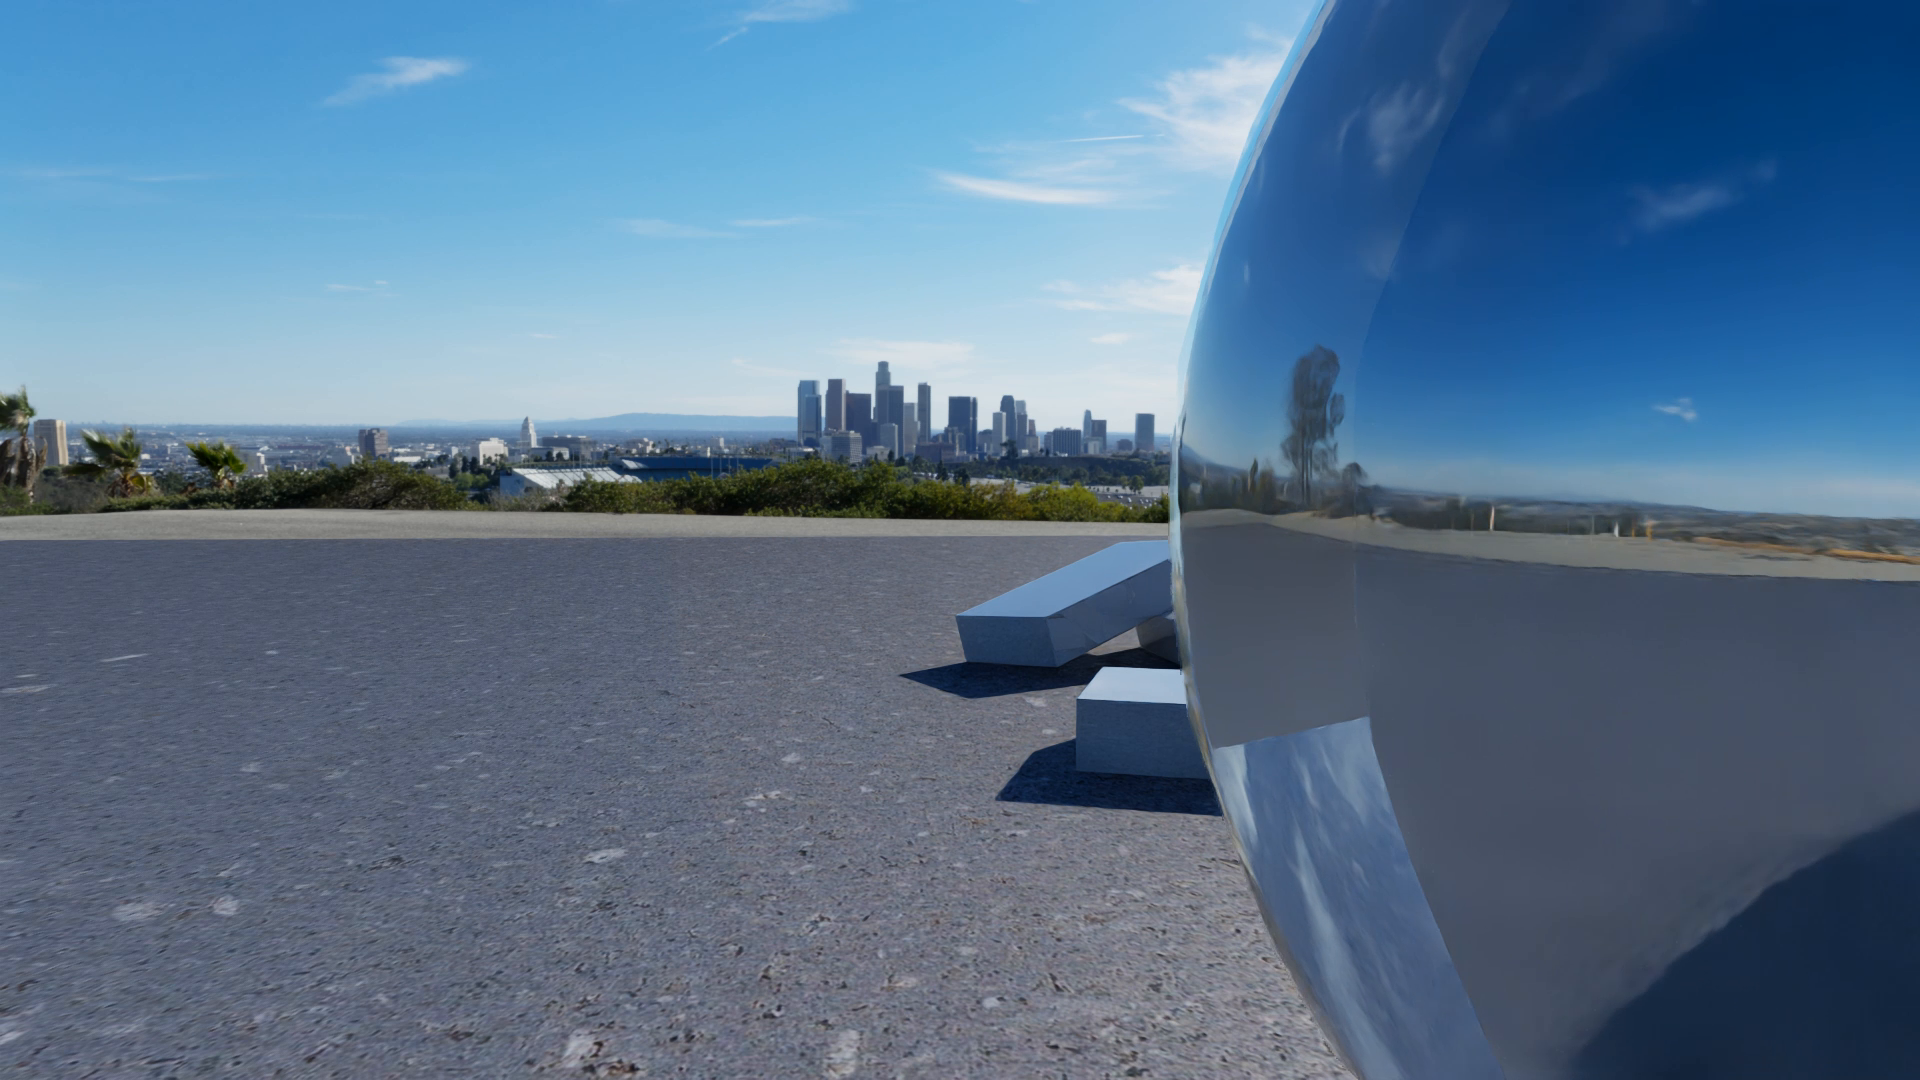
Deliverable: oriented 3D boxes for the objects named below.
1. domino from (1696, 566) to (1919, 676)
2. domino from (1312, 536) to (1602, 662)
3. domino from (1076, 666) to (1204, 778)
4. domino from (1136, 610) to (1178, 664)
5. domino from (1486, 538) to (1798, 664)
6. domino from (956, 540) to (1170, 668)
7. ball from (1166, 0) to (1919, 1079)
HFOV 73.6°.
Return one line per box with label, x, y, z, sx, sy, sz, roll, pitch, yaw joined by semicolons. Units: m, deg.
domino;0.168;0.014;0.239;0.050;0.010;0.025;-14;-1;19
domino;0.099;0.012;0.261;0.050;0.009;0.025;-16;4;1
domino;0.042;0.025;0.173;0.050;0.009;0.025;1;4;14
domino;0.063;0.012;0.260;0.050;0.009;0.025;-17;7;-10
domino;0.134;0.012;0.257;0.050;0.009;0.025;-16;3;5
domino;0.026;0.012;0.256;0.050;0.009;0.025;-22;12;-39
ball;0.048;-0.001;0.050;0.080;0.080;0.080;0;4;0
